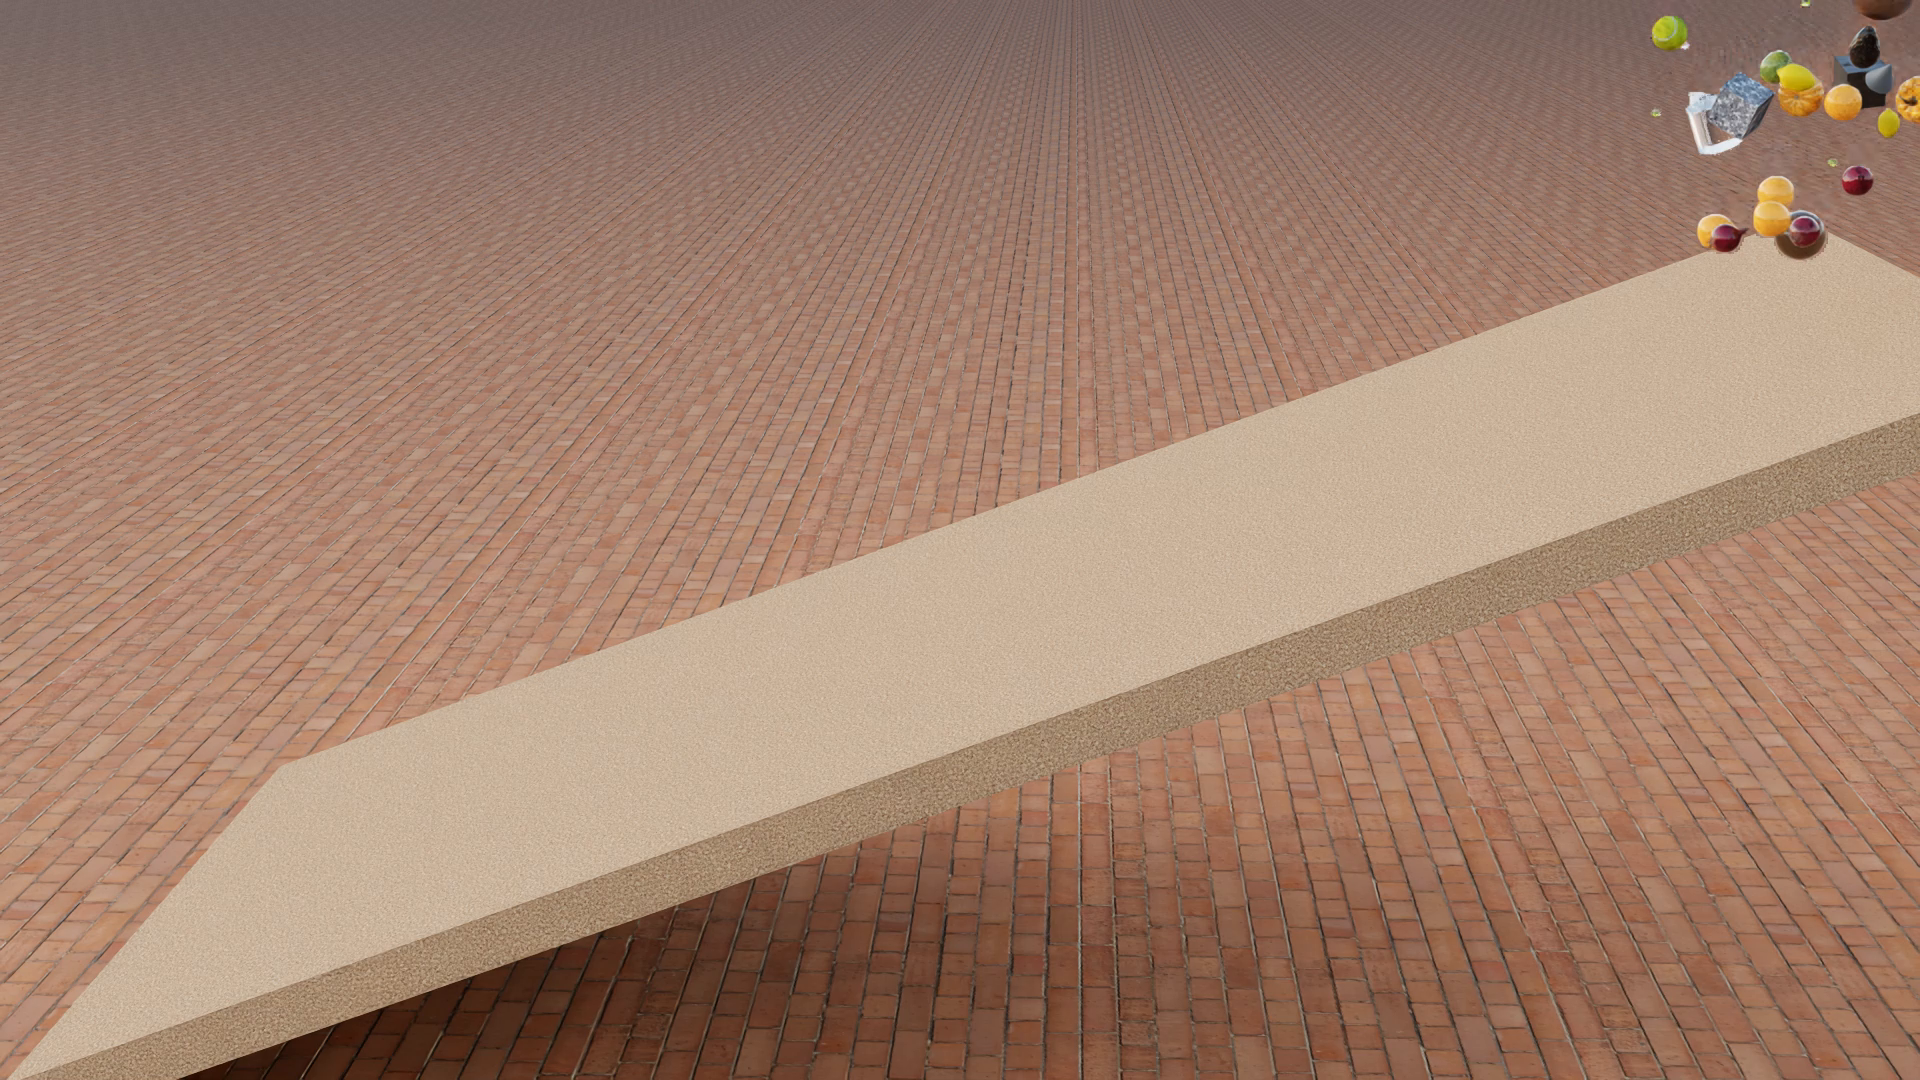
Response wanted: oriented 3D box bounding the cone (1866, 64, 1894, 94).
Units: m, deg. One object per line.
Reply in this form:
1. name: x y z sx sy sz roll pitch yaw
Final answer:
1. cone: 1.830 -0.924 5.816 0.059 0.059 0.059 -3 -28 -11

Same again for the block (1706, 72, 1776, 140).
1. block: 1.568 -0.871 5.906 0.083 0.083 0.083 36 46 19

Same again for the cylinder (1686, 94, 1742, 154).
1. cylinder: 1.548 -0.853 6.032 0.093 0.093 0.093 -20 20 8

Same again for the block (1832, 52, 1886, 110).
1. block: 1.865 -0.951 6.097 0.084 0.084 0.084 -7 34 0

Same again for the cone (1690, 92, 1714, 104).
1. cone: 1.537 -0.916 6.127 0.072 0.072 0.072 -5 41 -19

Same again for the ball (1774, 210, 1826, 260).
1. ball: 1.713 -0.621 5.995 0.100 0.100 0.100 0 13 0

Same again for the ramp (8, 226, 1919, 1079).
1. ramp: 0.118 0.176 6.295 4.000 0.100 2.000 -20 12 7
